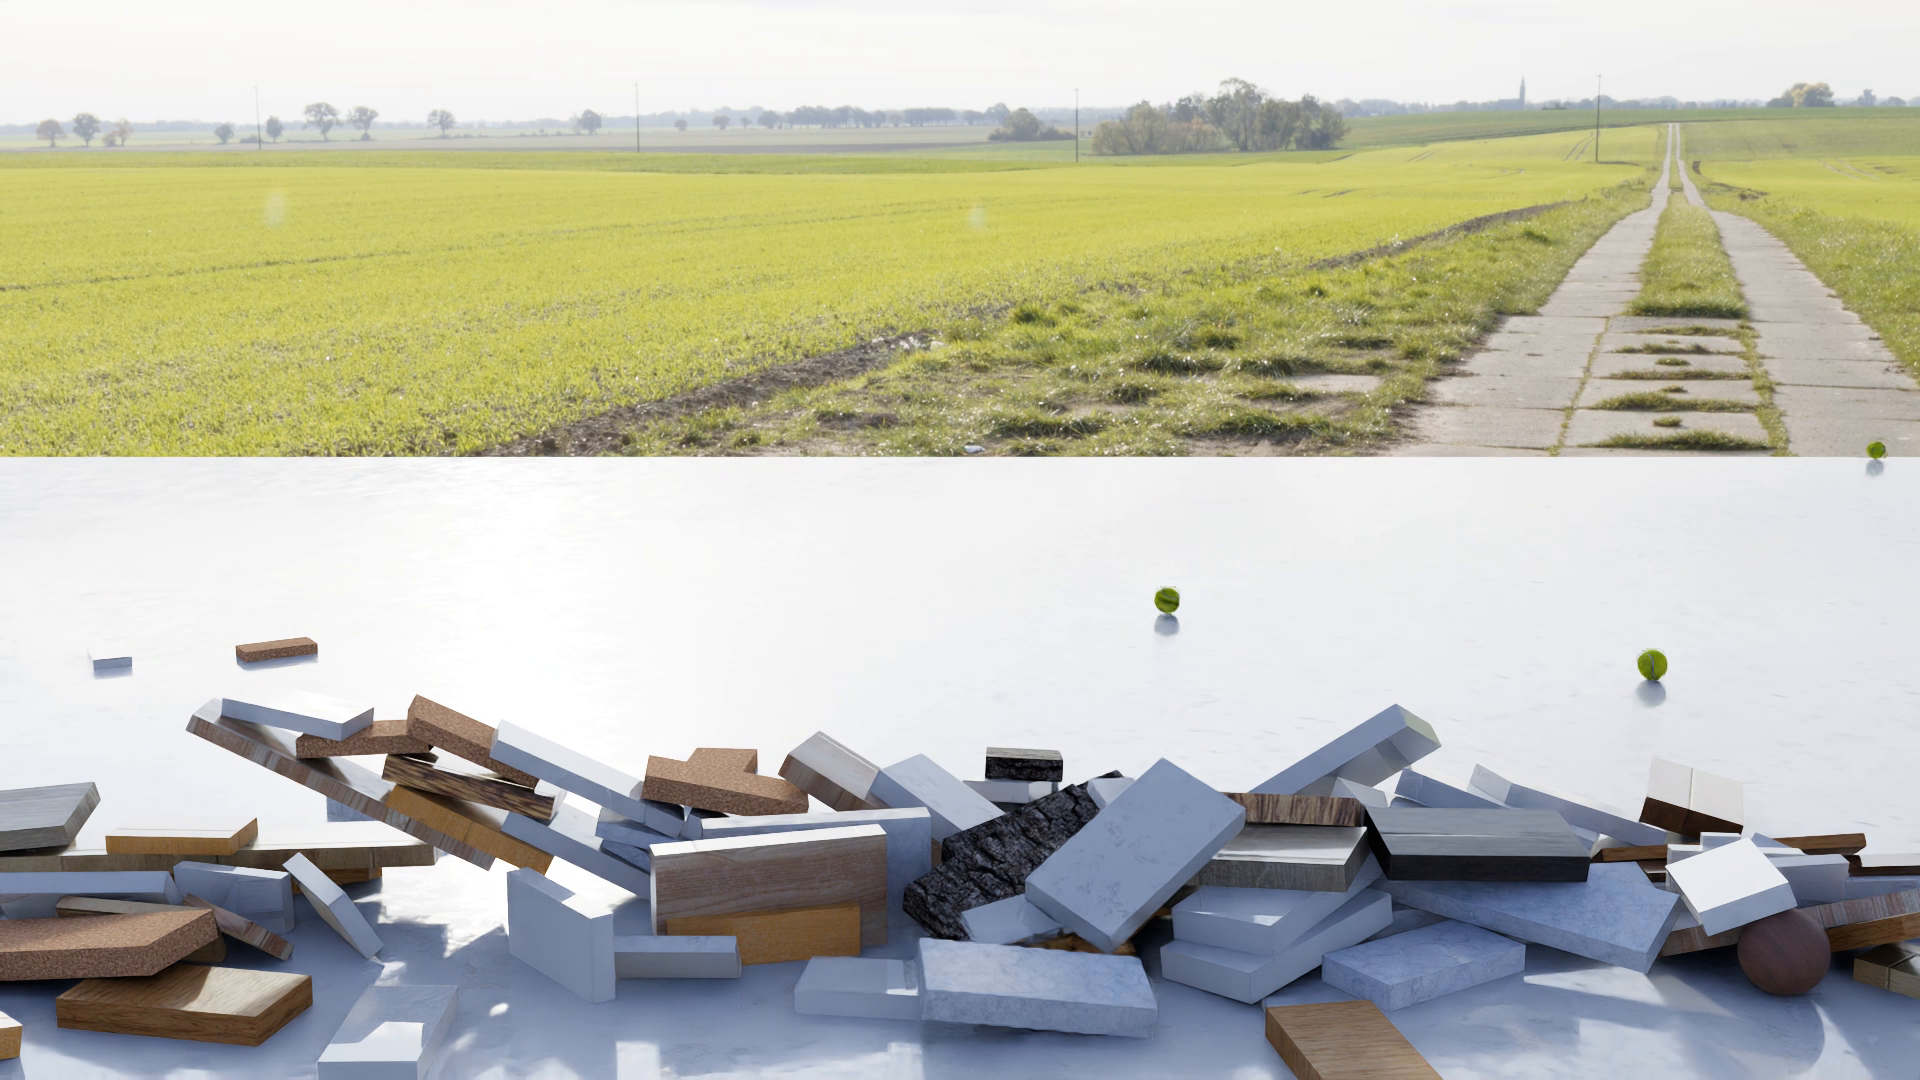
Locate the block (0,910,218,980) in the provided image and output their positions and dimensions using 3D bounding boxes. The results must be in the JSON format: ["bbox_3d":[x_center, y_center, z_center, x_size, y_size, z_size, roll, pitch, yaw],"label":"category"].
[{"bbox_3d":[-1.335,0.608,3.285,0.417,0.044,0.156,-6,8,18],"label":"block"}]

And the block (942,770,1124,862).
[{"bbox_3d":[0.162,0.495,3.548,0.344,0.049,0.172,-18,43,-28],"label":"block"}]

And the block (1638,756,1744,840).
[{"bbox_3d":[1.334,0.476,4.006,0.168,0.048,0.337,16,12,17],"label":"block"}]

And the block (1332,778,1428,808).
[{"bbox_3d":[0.811,0.496,3.745,0.337,0.048,0.168,18,7,-6],"label":"block"}]

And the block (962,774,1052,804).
[{"bbox_3d":[0.090,0.462,4.117,0.123,0.035,0.247,2,-2,12],"label":"block"}]

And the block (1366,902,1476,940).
[{"bbox_3d":[0.726,0.590,3.560,0.284,0.040,0.142,-4,11,-19],"label":"block"}]

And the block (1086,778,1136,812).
[{"bbox_3d":[0.267,0.430,3.493,0.078,0.022,0.156,2,27,-22],"label":"block"}]

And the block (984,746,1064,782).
[{"bbox_3d":[0.121,0.429,4.210,0.144,0.041,0.288,3,-2,1],"label":"block"}]

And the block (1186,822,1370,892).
[{"bbox_3d":[0.463,0.490,3.422,0.313,0.044,0.157,-1,14,24],"label":"block"}]

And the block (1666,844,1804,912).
[{"bbox_3d":[1.260,0.553,3.581,0.208,0.104,0.029,1,11,6],"label":"block"}]

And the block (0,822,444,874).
[{"bbox_3d":[-1.278,0.514,3.655,0.829,0.037,0.131,-1,11,-2],"label":"block"}]

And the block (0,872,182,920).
[{"bbox_3d":[-1.358,0.569,3.443,0.261,0.131,0.037,0,51,-1],"label":"block"}]

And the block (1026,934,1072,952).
[{"bbox_3d":[0.122,0.632,3.287,0.115,0.058,0.016,-10,15,-43],"label":"block"}]

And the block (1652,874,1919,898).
[{"bbox_3d":[1.429,0.571,3.692,0.815,0.029,0.104,-1,11,-4],"label":"block"}]

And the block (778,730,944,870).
[{"bbox_3d":[-0.118,0.456,3.727,0.372,0.043,0.152,31,17,10],"label":"block"}]

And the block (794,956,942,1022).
[{"bbox_3d":[-0.100,0.656,3.214,0.263,0.037,0.131,1,11,8],"label":"block"}]

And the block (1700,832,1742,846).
[{"bbox_3d":[1.243,0.541,3.605,0.060,0.121,0.017,1,11,5],"label":"block"}]

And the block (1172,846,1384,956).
[{"bbox_3d":[0.493,0.541,3.393,0.172,0.049,0.344,3,16,38],"label":"block"}]

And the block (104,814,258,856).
[{"bbox_3d":[-1.282,0.486,3.627,0.212,0.030,0.106,0,11,6],"label":"block"}]

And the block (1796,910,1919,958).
[{"bbox_3d":[1.383,0.586,3.298,0.121,0.034,0.241,-7,-14,-18],"label":"block"}]

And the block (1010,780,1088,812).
[{"bbox_3d":[0.213,0.499,4.063,0.123,0.035,0.247,8,13,36],"label":"block"}]

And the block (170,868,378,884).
[{"bbox_3d":[-1.515,0.551,3.668,1.079,0.030,0.106,-1,11,-1],"label":"block"}]

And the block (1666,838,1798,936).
[{"bbox_3d":[1.170,0.525,3.348,0.135,0.038,0.269,-22,3,9],"label":"block"}]

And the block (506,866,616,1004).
[{"bbox_3d":[-0.602,0.591,3.304,0.037,0.131,0.263,-8,13,-38],"label":"block"}]

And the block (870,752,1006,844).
[{"bbox_3d":[0.008,0.475,3.709,0.304,0.043,0.152,34,20,20],"label":"block"}]

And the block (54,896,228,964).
[{"bbox_3d":[-1.255,0.598,3.374,0.254,0.090,0.026,2,35,13],"label":"block"}]

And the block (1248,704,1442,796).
[{"bbox_3d":[0.667,0.407,3.855,0.327,0.046,0.163,-34,-33,20],"label":"block"}]

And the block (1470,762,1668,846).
[{"bbox_3d":[1.075,0.473,3.889,0.324,0.038,0.135,18,4,-16],"label":"block"}]

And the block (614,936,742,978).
[{"bbox_3d":[-0.423,0.621,3.273,0.186,0.093,0.026,0,55,1],"label":"block"}]

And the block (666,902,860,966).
[{"bbox_3d":[-0.300,0.607,3.363,0.296,0.078,0.022,-3,11,-15],"label":"block"}]

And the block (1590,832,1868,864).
[{"bbox_3d":[1.303,0.532,3.737,0.447,0.023,0.080,-3,-23,-1],"label":"block"}]

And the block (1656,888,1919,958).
[{"bbox_3d":[1.358,0.589,3.444,0.601,0.034,0.121,-4,-15,-22],"label":"block"}]

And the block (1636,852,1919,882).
[{"bbox_3d":[1.426,0.548,3.686,0.590,0.017,0.060,-1,11,-5],"label":"block"}]

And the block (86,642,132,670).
[{"bbox_3d":[-2.045,0.277,5.286,0.087,0.025,0.175,-5,12,-26],"label":"block"}]

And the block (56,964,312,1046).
[{"bbox_3d":[-1.112,0.662,3.158,0.311,0.044,0.156,2,11,12],"label":"block"}]

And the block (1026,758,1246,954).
[{"bbox_3d":[0.269,0.477,3.351,0.163,0.046,0.327,31,51,31],"label":"block"}]

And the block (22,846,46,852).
[{"bbox_3d":[-1.583,0.484,3.676,0.181,0.026,0.090,4,12,23],"label":"block"}]

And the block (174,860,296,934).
[{"bbox_3d":[-1.160,0.571,3.515,0.199,0.093,0.026,3,14,17],"label":"block"}]

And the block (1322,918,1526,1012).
[{"bbox_3d":[0.698,0.636,3.309,0.283,0.040,0.142,-7,13,-33],"label":"block"}]

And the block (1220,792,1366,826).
[{"bbox_3d":[0.495,0.443,3.558,0.313,0.044,0.157,0,-14,19],"label":"block"}]

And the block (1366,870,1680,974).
[{"bbox_3d":[0.860,0.550,3.433,0.481,0.041,0.144,12,37,34],"label":"block"}]
